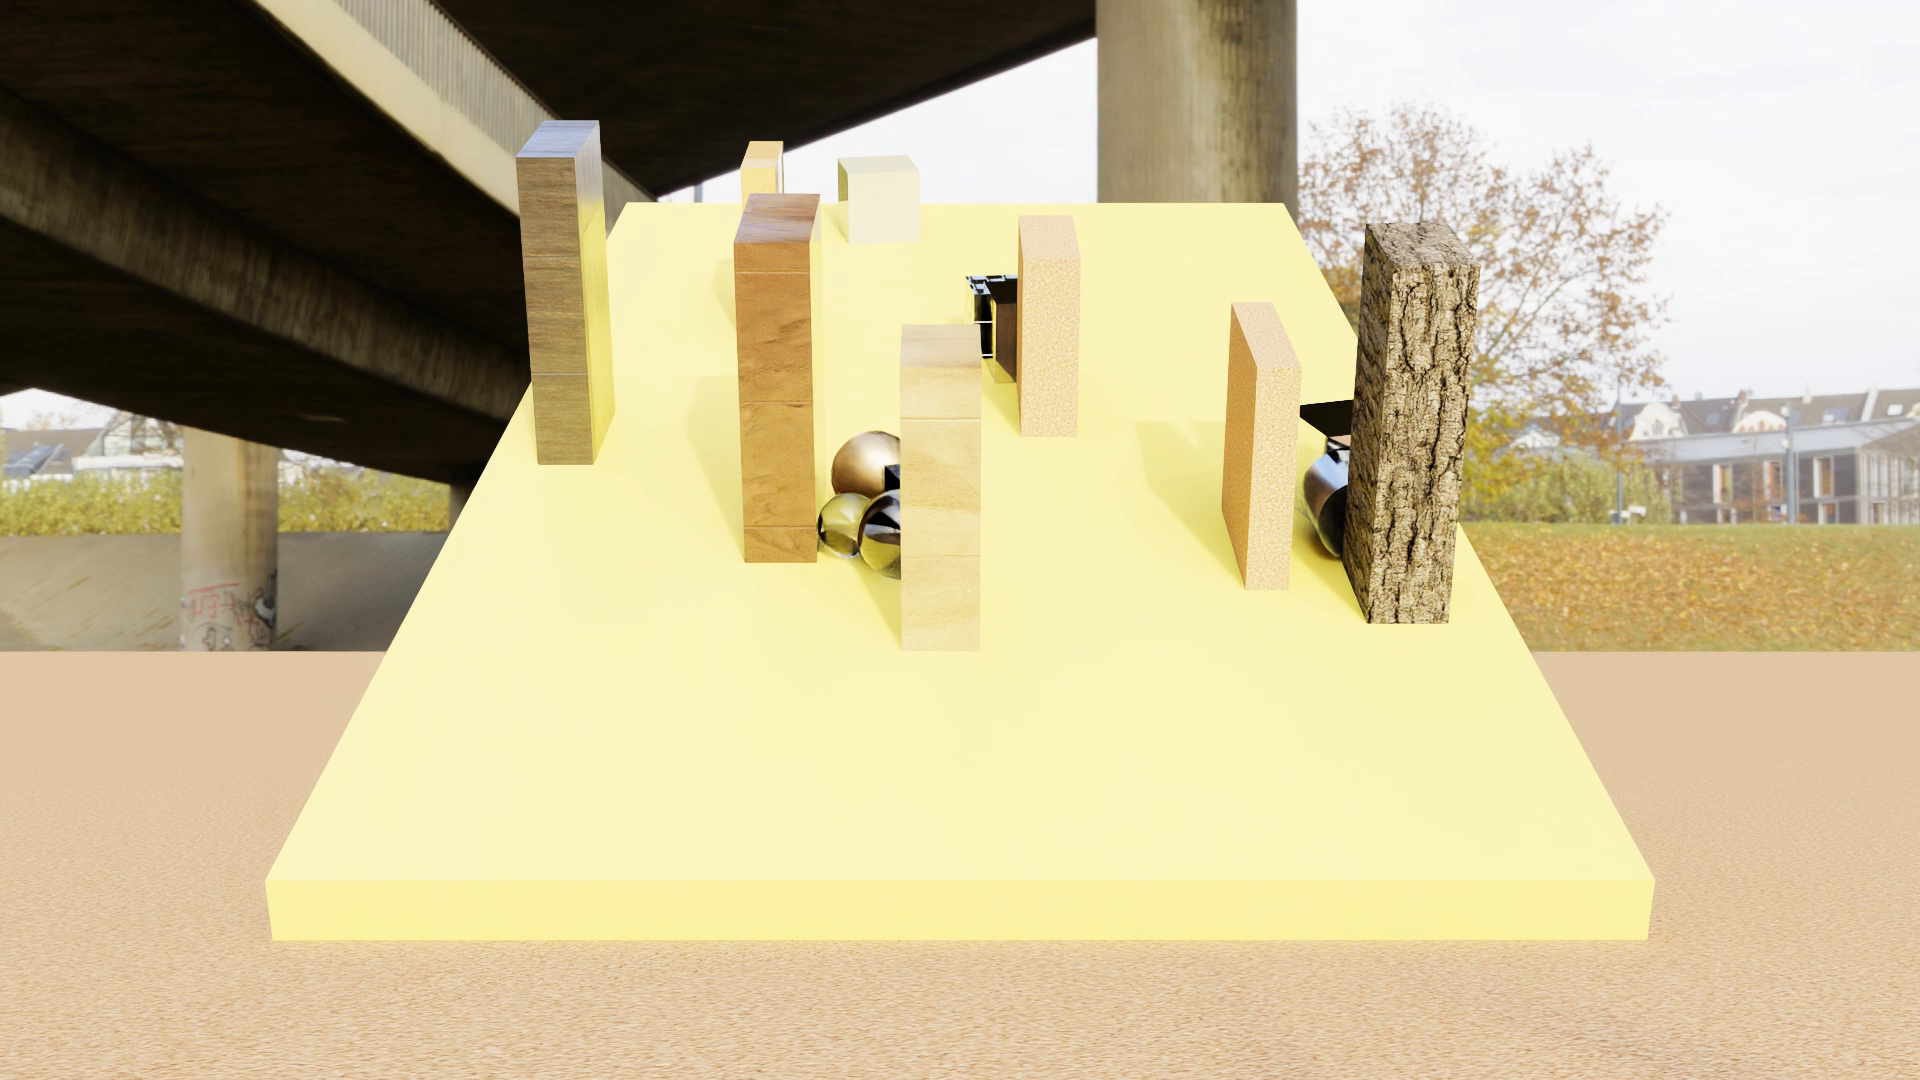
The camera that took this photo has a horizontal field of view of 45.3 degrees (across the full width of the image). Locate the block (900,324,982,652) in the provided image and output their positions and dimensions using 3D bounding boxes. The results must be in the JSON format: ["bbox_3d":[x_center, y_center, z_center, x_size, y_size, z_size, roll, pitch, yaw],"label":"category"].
[{"bbox_3d":[-0.033,-0.093,4.045,0.137,0.521,0.247,0,22,0],"label":"block"}]

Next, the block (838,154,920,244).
[{"bbox_3d":[-0.235,-0.982,6.629,0.206,0.206,0.206,-4,23,-10],"label":"block"}]

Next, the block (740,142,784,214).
[{"bbox_3d":[-0.481,-0.727,5.680,0.082,0.454,0.288,0,22,0],"label":"block"}]

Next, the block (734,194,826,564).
[{"bbox_3d":[-0.342,-0.317,4.450,0.138,0.628,0.373,0,22,0],"label":"block"}]

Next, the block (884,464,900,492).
[{"bbox_3d":[-0.054,-0.064,4.474,0.143,0.143,0.143,-9,24,-20],"label":"block"}]

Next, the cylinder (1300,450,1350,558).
[{"bbox_3d":[0.757,-0.067,4.452,0.167,0.167,0.167,0,22,-5],"label":"cylinder"}]

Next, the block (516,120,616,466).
[{"bbox_3d":[-0.838,-0.532,4.926,0.119,0.662,0.349,0,22,0],"label":"block"}]

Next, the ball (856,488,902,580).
[{"bbox_3d":[-0.108,-0.010,4.305,0.171,0.171,0.171,0,-3,0],"label":"ball"}]

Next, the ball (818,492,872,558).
[{"bbox_3d":[-0.211,-0.028,4.410,0.125,0.125,0.125,0,-3,0],"label":"ball"}]

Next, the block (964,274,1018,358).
[{"bbox_3d":[0.103,-0.548,5.629,0.163,0.163,0.163,-3,22,-7],"label":"block"}]

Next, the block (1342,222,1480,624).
[{"bbox_3d":[0.806,-0.210,4.147,0.147,0.665,0.285,0,22,0],"label":"block"}]

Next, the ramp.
[{"bbox_3d":[-0.007,-0.222,5.180,2.000,0.100,4.000,0,22,0],"label":"ramp"}]

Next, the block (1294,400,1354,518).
[{"bbox_3d":[0.779,-0.156,4.635,0.194,0.194,0.194,-7,23,-17],"label":"block"}]

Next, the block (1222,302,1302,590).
[{"bbox_3d":[0.571,-0.186,4.388,0.080,0.435,0.415,0,22,0],"label":"block"}]

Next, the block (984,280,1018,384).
[{"bbox_3d":[0.166,-0.497,5.464,0.194,0.194,0.194,-3,22,-7],"label":"block"}]

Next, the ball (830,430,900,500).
[{"bbox_3d":[-0.169,-0.129,4.585,0.179,0.179,0.179,0,-3,0],"label":"ball"}]

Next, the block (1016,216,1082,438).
[{"bbox_3d":[0.195,-0.484,5.156,0.123,0.403,0.377,0,22,0],"label":"block"}]
